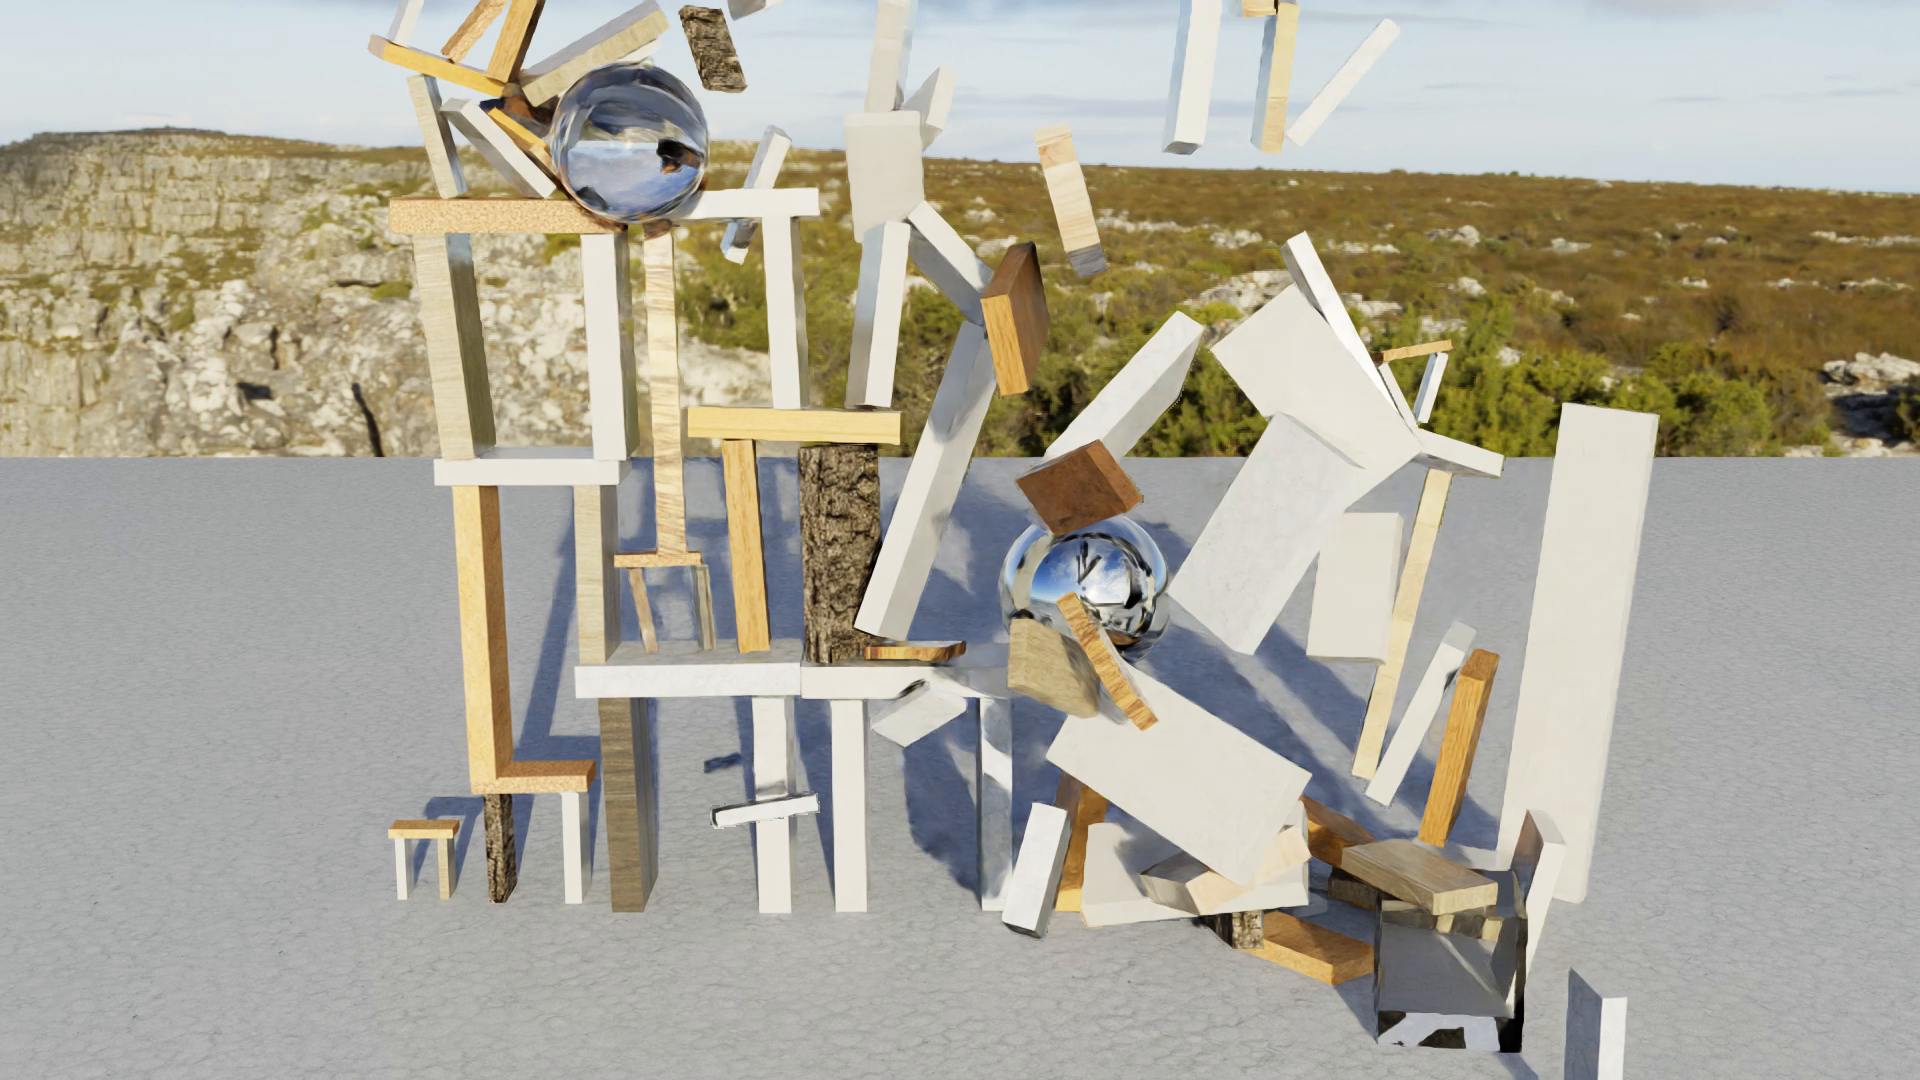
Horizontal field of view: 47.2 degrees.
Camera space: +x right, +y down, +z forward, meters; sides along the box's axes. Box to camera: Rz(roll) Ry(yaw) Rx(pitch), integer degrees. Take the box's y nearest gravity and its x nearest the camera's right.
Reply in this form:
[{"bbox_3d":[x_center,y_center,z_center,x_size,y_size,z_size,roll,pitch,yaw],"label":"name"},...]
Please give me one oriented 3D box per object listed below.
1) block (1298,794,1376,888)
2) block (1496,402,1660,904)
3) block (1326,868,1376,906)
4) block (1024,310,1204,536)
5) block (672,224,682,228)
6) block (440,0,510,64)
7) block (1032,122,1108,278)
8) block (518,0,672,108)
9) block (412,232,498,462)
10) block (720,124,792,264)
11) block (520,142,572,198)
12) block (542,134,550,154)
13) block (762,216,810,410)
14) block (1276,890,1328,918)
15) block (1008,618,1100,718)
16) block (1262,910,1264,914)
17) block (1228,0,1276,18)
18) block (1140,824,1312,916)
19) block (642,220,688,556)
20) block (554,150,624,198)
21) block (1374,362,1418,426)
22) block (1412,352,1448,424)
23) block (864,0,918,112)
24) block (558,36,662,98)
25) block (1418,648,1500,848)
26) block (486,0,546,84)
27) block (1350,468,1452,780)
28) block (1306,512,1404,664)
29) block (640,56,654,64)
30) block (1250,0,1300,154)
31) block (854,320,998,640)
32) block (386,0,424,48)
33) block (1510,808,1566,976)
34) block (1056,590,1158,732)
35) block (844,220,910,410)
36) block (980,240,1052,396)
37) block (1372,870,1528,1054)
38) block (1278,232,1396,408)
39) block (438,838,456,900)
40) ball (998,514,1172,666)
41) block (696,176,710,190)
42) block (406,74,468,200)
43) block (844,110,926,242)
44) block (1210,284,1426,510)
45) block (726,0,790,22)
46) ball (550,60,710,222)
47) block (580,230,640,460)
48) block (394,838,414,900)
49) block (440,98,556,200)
[{"bbox_3d":[0.459,0.402,3.496,0.545,0.048,0.168,29,9,-23],"label":"block"},{"bbox_3d":[1.007,0.186,3.608,0.145,0.809,0.041,11,9,30],"label":"block"},{"bbox_3d":[0.779,0.573,3.588,0.340,0.034,0.118,7,16,18],"label":"block"},{"bbox_3d":[0.223,-0.169,3.160,0.048,0.168,0.337,35,58,13],"label":"block"},{"bbox_3d":[-0.544,-0.589,3.702,0.186,0.093,0.026,8,39,-29],"label":"block"},{"bbox_3d":[-0.746,-0.802,3.405,0.020,0.144,0.072,39,1,-29],"label":"block"},{"bbox_3d":[0.162,-0.474,3.125,0.046,0.164,0.517,-15,2,6],"label":"block"},{"bbox_3d":[-0.572,-0.763,3.435,0.246,0.034,0.121,-30,26,-1],"label":"block"},{"bbox_3d":[-0.802,-0.313,3.498,0.050,0.351,0.176,-5,10,1],"label":"block"},{"bbox_3d":[-0.354,-0.597,3.795,0.031,0.229,0.108,19,14,-17],"label":"block"},{"bbox_3d":[-0.641,-0.581,3.461,0.109,0.015,0.054,45,-14,-28],"label":"block"},{"bbox_3d":[-0.583,-0.608,3.543,0.186,0.026,0.093,15,-9,-26],"label":"block"},{"bbox_3d":[-0.280,-0.366,3.558,0.043,0.304,0.152,-3,4,3],"label":"block"},{"bbox_3d":[0.538,0.588,3.626,0.068,0.019,0.136,-5,12,-26],"label":"block"},{"bbox_3d":[0.120,0.162,2.762,0.024,0.085,0.171,-9,-22,34],"label":"block"},{"bbox_3d":[0.452,0.599,3.567,0.068,0.019,0.136,-1,11,-3],"label":"block"},{"bbox_3d":[0.439,-1.001,3.449,0.049,0.347,0.173,-8,16,1],"label":"block"},{"bbox_3d":[0.344,0.429,2.898,0.159,0.045,0.319,-27,-3,-8],"label":"block"},{"bbox_3d":[-0.479,-0.248,3.575,0.043,0.532,0.152,-3,5,-6],"label":"block"},{"bbox_3d":[-0.584,-0.576,3.463,0.109,0.015,0.054,36,-7,-25],"label":"block"},{"bbox_3d":[0.699,-0.232,3.563,0.016,0.115,0.058,-29,8,-7],"label":"block"},{"bbox_3d":[0.761,-0.246,3.566,0.016,0.115,0.058,17,2,-2],"label":"block"},{"bbox_3d":[-0.119,-0.829,3.781,0.049,0.346,0.173,13,49,0],"label":"block"},{"bbox_3d":[-0.550,-0.739,3.433,0.178,0.020,0.072,-31,26,-3],"label":"block"},{"bbox_3d":[0.804,0.333,3.539,0.041,0.291,0.145,16,20,19],"label":"block"},{"bbox_3d":[-0.669,-0.829,3.408,0.034,0.242,0.121,22,10,-9],"label":"block"},{"bbox_3d":[0.720,0.137,3.595,0.035,0.508,0.123,14,0,10],"label":"block"},{"bbox_3d":[0.641,0.076,3.565,0.123,0.247,0.035,1,-19,30],"label":"block"},{"bbox_3d":[-0.544,-0.715,3.434,0.143,0.020,0.072,-29,28,2],"label":"block"},{"bbox_3d":[0.498,-0.737,3.483,0.033,0.231,0.116,4,19,-2],"label":"block"},{"bbox_3d":[-0.043,-0.091,3.561,0.042,0.518,0.147,19,0,17],"label":"block"},{"bbox_3d":[-0.837,-0.829,3.364,0.020,0.144,0.072,19,11,-28],"label":"block"},{"bbox_3d":[0.844,0.534,3.284,0.034,0.237,0.118,11,17,-1],"label":"block"},{"bbox_3d":[0.178,0.146,2.664,0.024,0.086,0.171,-35,50,7],"label":"block"},{"bbox_3d":[-0.135,-0.361,3.566,0.042,0.293,0.147,7,-1,-16],"label":"block"},{"bbox_3d":[0.079,-0.306,2.967,0.035,0.125,0.458,-10,15,9],"label":"block"},{"bbox_3d":[0.693,0.591,3.125,0.196,0.196,0.196,2,11,8],"label":"block"},{"bbox_3d":[0.611,-0.340,3.562,0.033,0.324,0.116,-27,-1,1],"label":"block"},{"bbox_3d":[-0.853,0.538,3.659,0.015,0.105,0.053,0,11,0],"label":"block"},{"bbox_3d":[0.206,0.089,3.636,0.289,0.289,0.289,0,11,0],"label":"ball"},{"bbox_3d":[-0.531,-0.608,3.838,0.108,0.031,0.217,22,-20,-23],"label":"block"},{"bbox_3d":[-0.818,-0.634,3.445,0.027,0.191,0.095,-14,13,0],"label":"block"},{"bbox_3d":[-0.125,-0.615,3.738,0.125,0.249,0.035,-1,48,2],"label":"block"},{"bbox_3d":[0.561,-0.223,3.451,0.164,0.328,0.046,-39,-3,15],"label":"block"},{"bbox_3d":[-0.346,-0.947,3.574,0.049,0.173,0.371,-19,14,-10],"label":"block"},{"bbox_3d":[-0.495,-0.598,3.303,0.240,0.240,0.240,0,11,0],"label":"ball"},{"bbox_3d":[-0.555,-0.313,3.500,0.050,0.351,0.176,-2,10,-1],"label":"block"},{"bbox_3d":[-0.924,0.538,3.659,0.015,0.105,0.053,0,11,0],"label":"block"},{"bbox_3d":[-0.724,-0.613,3.443,0.027,0.191,0.095,-51,32,-13],"label":"block"}]
